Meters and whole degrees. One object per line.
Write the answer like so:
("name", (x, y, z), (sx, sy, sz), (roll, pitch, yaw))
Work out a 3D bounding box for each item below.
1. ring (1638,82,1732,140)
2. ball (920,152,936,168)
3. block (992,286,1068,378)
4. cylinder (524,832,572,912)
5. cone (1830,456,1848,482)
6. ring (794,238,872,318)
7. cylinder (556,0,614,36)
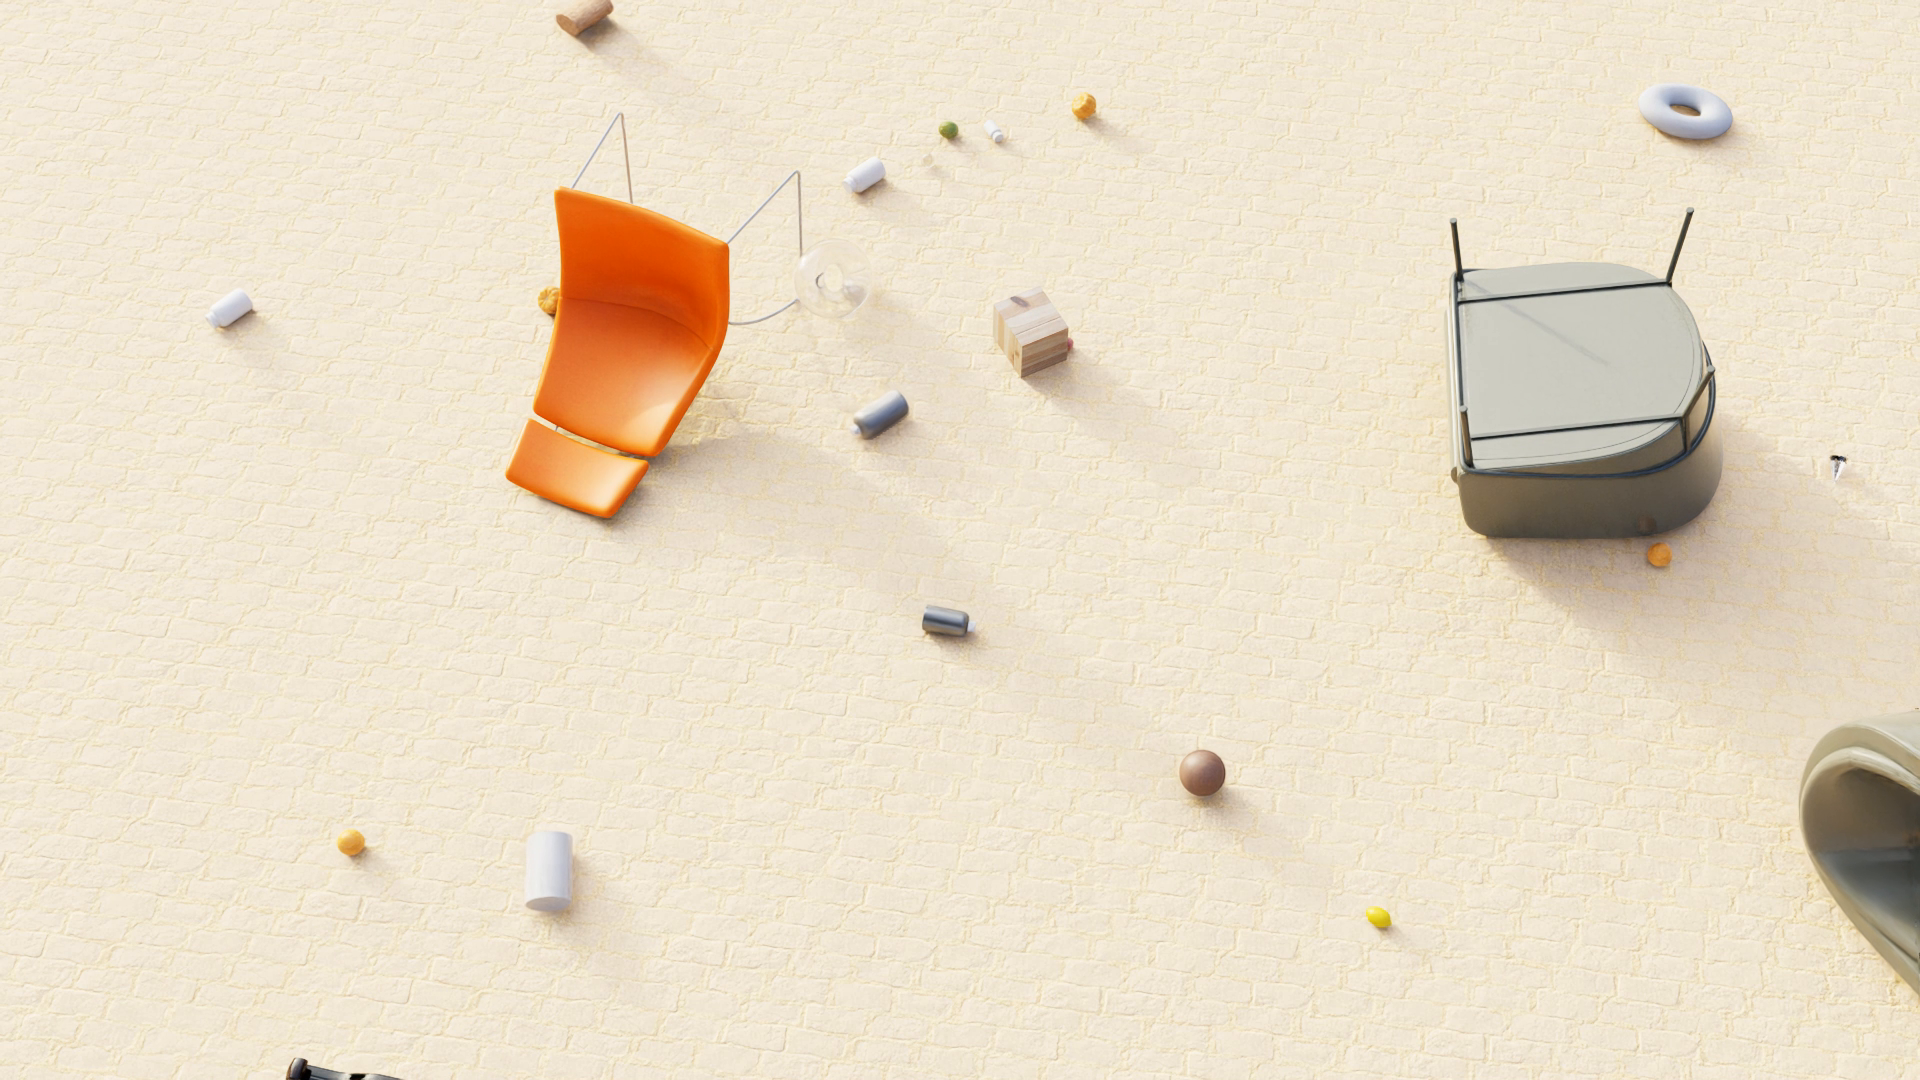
("ring", (2.479, -1.466, 7.515), (0.322, 0.072, 0.234), (17, 57, 10))
("ball", (-0.109, -1.278, 7.401), (0.050, 0.050, 0.050), (0, 56, 0))
("block", (0.221, -0.654, 6.916), (0.165, 0.161, 0.190), (-23, 59, -15))
("cylinder", (-1.107, 0.892, 5.921), (0.123, 0.091, 0.192), (-5, 56, 0))
("cone", (2.669, -0.210, 6.699), (0.054, 0.053, 0.085), (17, 75, -4))
("ring", (-0.403, -0.834, 7.012), (0.297, 0.253, 0.096), (-31, 16, -37))
("cylinder", (-1.325, -1.859, 7.764), (0.163, 0.081, 0.142), (-39, 40, -23))
